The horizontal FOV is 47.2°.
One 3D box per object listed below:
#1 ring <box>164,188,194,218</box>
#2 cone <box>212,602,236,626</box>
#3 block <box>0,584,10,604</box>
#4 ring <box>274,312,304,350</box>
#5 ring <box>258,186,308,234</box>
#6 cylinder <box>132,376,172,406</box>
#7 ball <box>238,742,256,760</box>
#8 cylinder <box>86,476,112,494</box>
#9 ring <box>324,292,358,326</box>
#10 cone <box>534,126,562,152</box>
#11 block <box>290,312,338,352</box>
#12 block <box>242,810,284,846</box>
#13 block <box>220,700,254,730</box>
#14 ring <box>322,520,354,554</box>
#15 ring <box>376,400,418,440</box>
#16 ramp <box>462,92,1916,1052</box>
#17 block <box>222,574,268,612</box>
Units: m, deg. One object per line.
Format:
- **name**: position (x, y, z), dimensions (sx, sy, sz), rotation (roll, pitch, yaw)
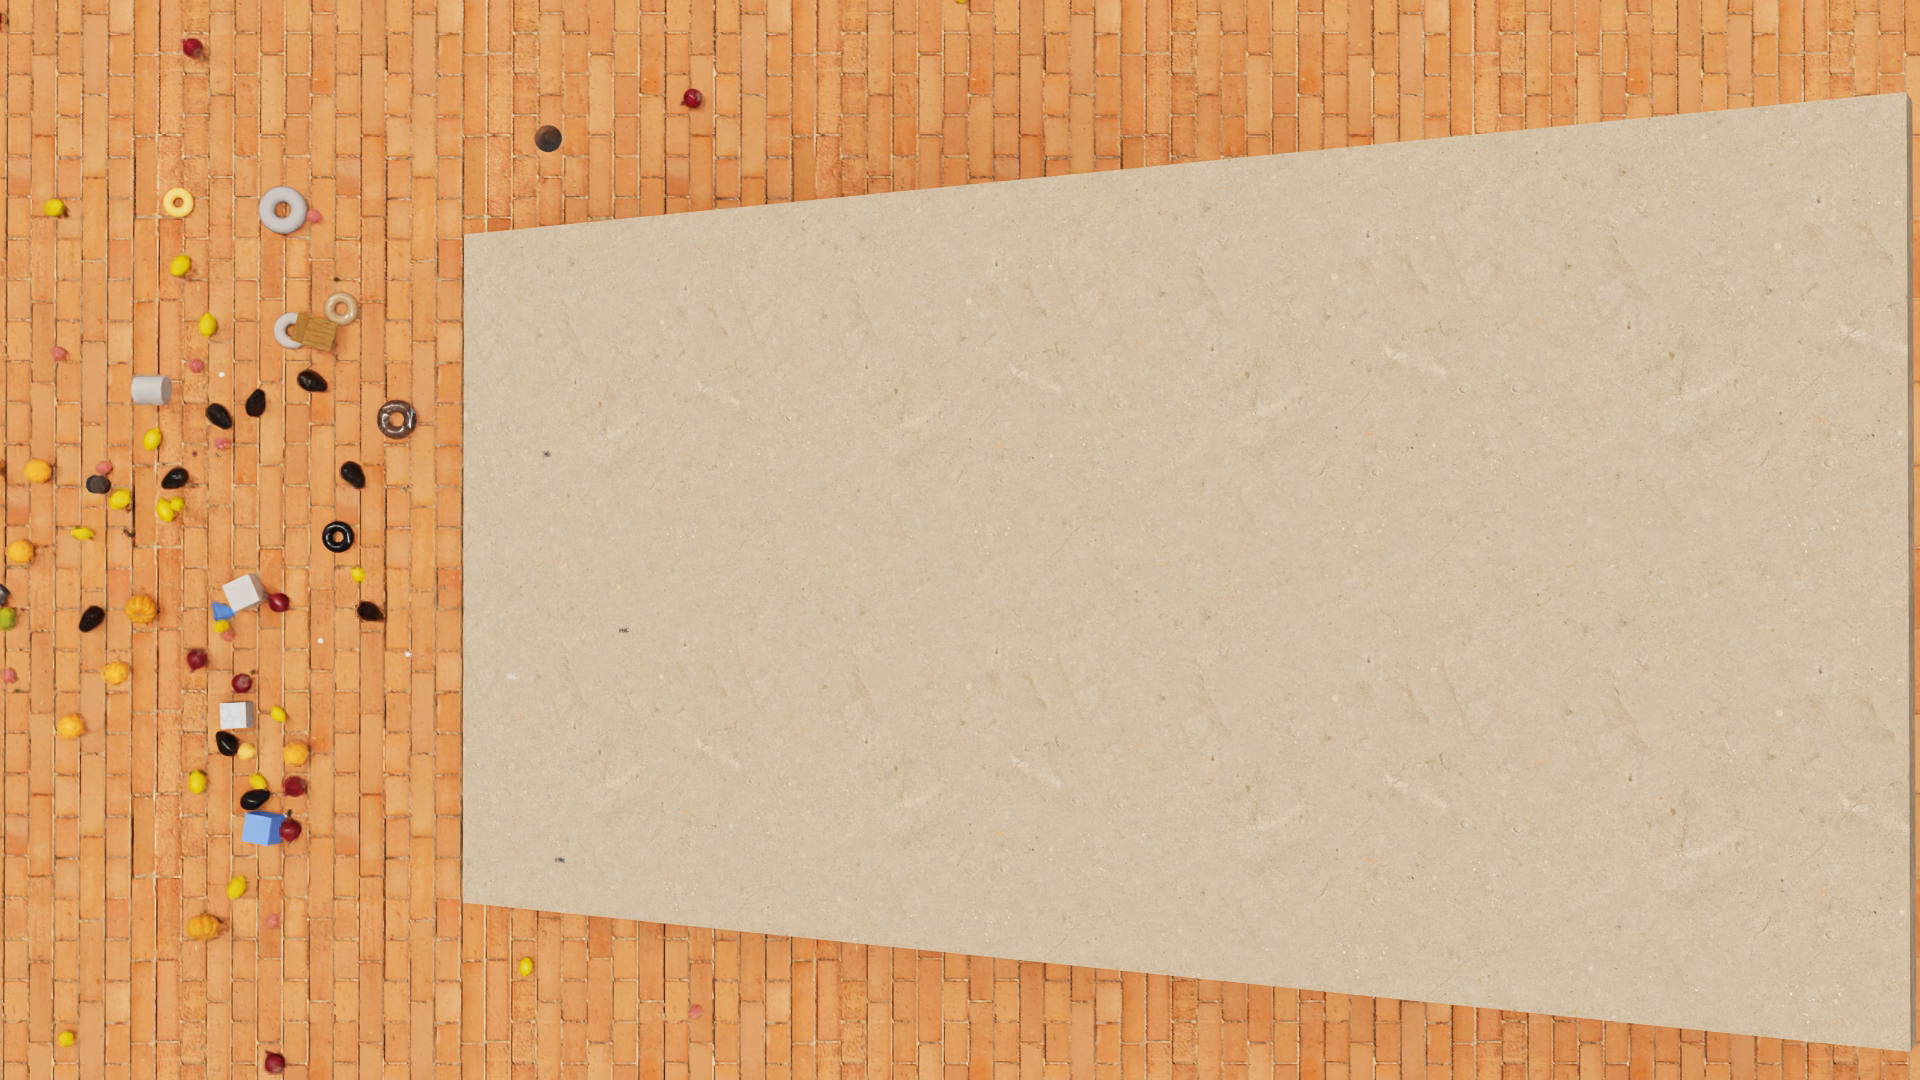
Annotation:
- **ring**: position (-2.369, -1.023, 6.666), dimensions (0.092, 0.031, 0.092), rotation (0, 89, -1)
- **cone**: position (-2.213, 0.219, 6.651), dimensions (0.077, 0.077, 0.077), rotation (-12, 89, -27)
- **block**: position (-2.916, 0.160, 6.642), dimensions (0.054, 0.054, 0.054), rotation (40, 90, 0)
- **ring**: position (-2.022, -0.634, 6.659), dimensions (0.112, 0.037, 0.112), rotation (0, 91, 1)
- **ring**: position (-2.050, -0.999, 6.657), dimensions (0.146, 0.049, 0.146), rotation (0, 89, -1)
- **cylinder**: position (-2.438, -0.451, 6.632), dimensions (0.087, 0.087, 0.087), rotation (3, 89, -1)
- **ball**: position (-2.153, 0.637, 6.639), dimensions (0.051, 0.051, 0.051), rotation (0, 89, 0)
- **cylinder**: position (-2.603, -0.167, 6.645), dimensions (0.055, 0.055, 0.055), rotation (0, 89, 0)
- **ring**: position (-1.874, -0.700, 6.661), dimensions (0.106, 0.035, 0.106), rotation (0, 90, -1)
- **cone**: position (-1.251, -1.220, 6.641), dimensions (0.083, 0.083, 0.083), rotation (0, 89, 0)
- **block**: position (-1.943, -0.625, 6.614), dimensions (0.090, 0.090, 0.090), rotation (19, 89, -41)
- **block**: position (-2.095, 0.866, 6.613), dimensions (0.084, 0.084, 0.084), rotation (8, 89, 11)
- **block**: position (-2.178, 0.527, 6.627), dimensions (0.077, 0.077, 0.077), rotation (-3, 89, 0)
- **ring**: position (-1.882, -0.009, 6.655), dimensions (0.098, 0.033, 0.098), rotation (0, 91, 0)
- **ring**: position (-1.704, -0.364, 6.655), dimensions (0.123, 0.041, 0.123), rotation (0, 91, 0)
- **ramp**: position (0.270, 0.075, 5.626), dimensions (4.000, 0.100, 2.000), rotation (0, 89, 30)
- **block**: position (-2.153, 0.159, 6.626), dimensions (0.086, 0.086, 0.086), rotation (-25, 89, 0)
